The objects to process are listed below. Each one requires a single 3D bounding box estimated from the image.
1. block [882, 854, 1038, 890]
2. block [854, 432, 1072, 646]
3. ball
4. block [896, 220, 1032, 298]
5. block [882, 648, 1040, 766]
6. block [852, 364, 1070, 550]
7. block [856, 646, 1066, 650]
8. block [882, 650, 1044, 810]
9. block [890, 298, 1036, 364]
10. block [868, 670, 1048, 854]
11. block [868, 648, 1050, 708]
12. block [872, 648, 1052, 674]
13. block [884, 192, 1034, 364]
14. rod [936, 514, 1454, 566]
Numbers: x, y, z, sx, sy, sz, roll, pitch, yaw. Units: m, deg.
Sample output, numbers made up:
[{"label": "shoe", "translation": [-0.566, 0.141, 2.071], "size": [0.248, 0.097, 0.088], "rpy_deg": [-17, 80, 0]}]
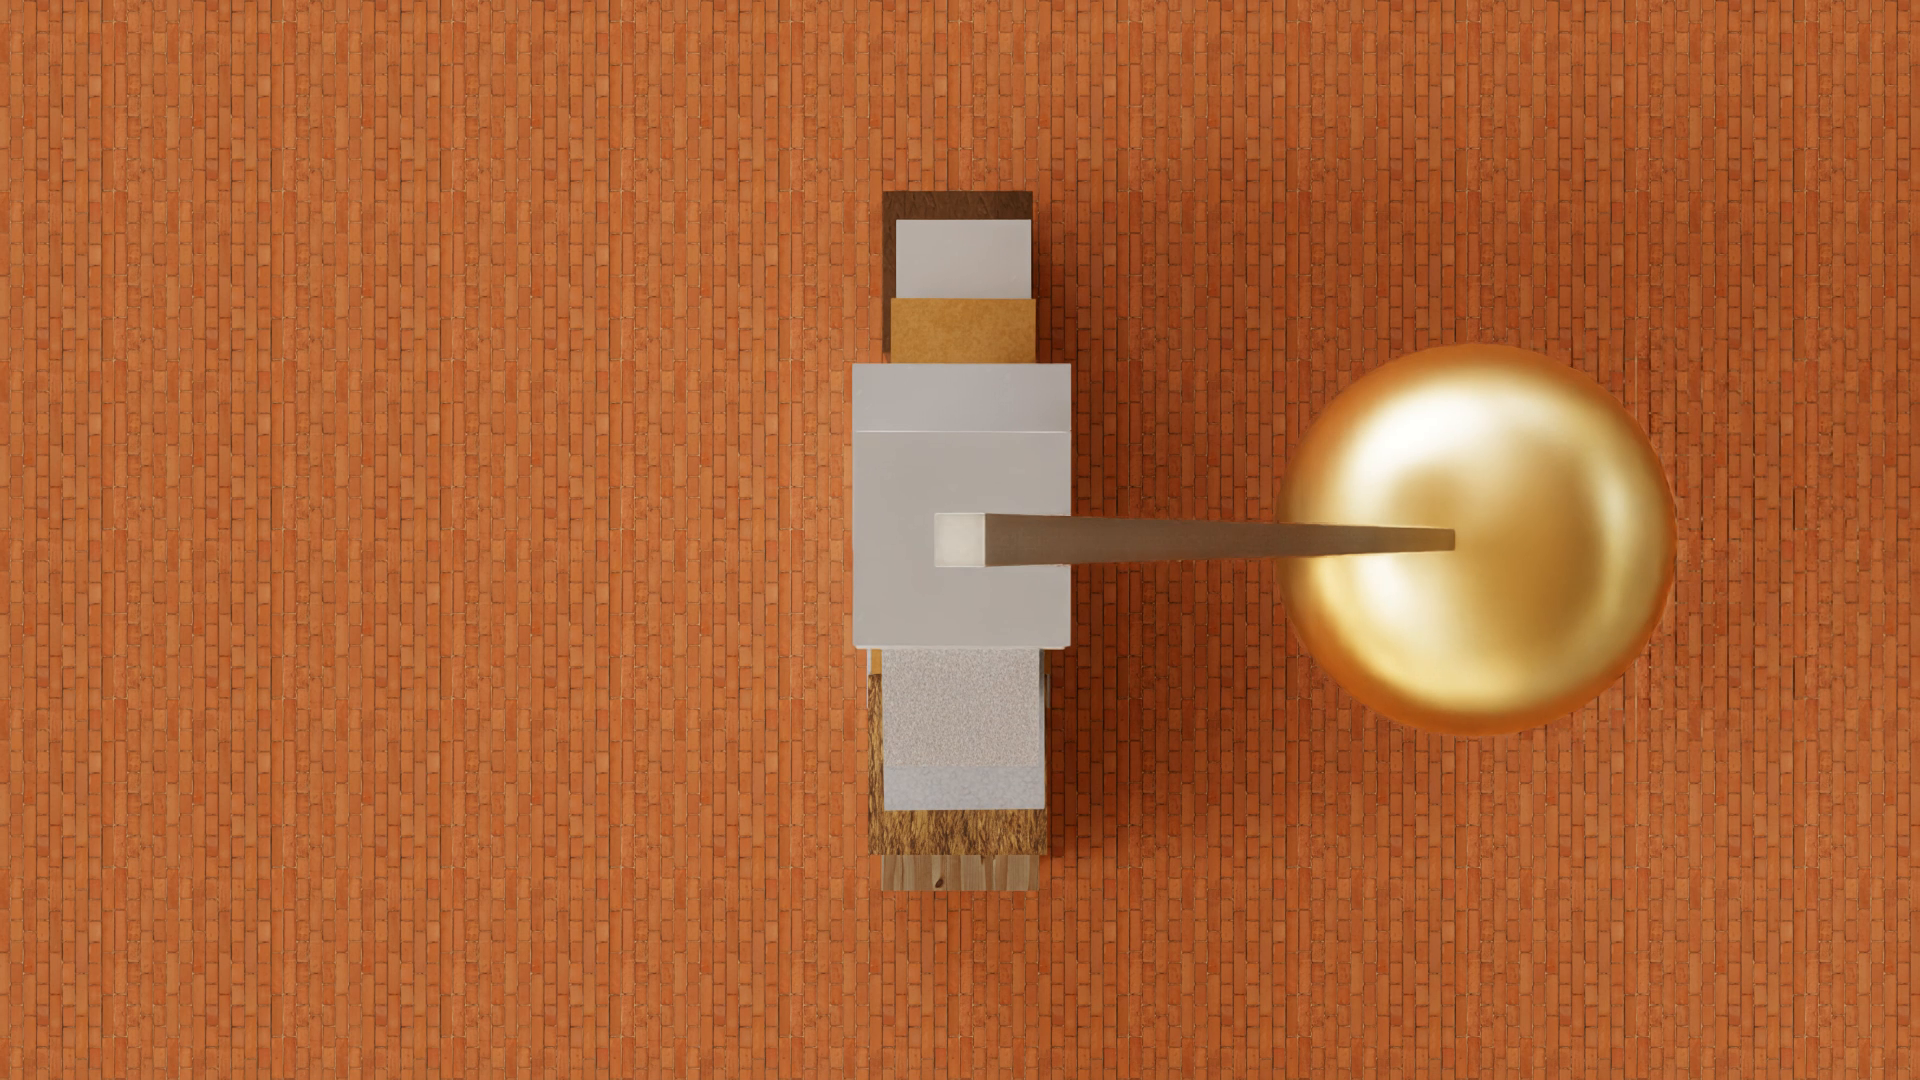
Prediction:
[{"label": "block", "translation": [0.000, 1.425, 12.516], "size": [0.862, 0.969, 0.990], "rpy_deg": [0, 90, 0]}, {"label": "block", "translation": [0.008, -0.001, 7.193], "size": [0.676, 0.714, 0.664], "rpy_deg": [0, 90, 0]}, {"label": "ball", "translation": [2.074, 0.000, 8.932], "size": [1.600, 1.600, 1.600], "rpy_deg": [0, 90, 0]}, {"label": "block", "translation": [0.020, -1.272, 11.706], "size": [0.695, 0.734, 0.722], "rpy_deg": [0, 86, 0]}, {"label": "block", "translation": [0.004, 0.531, 9.919], "size": [0.675, 0.801, 0.703], "rpy_deg": [0, 109, 0]}, {"label": "block", "translation": [0.007, -0.358, 9.857], "size": [0.937, 0.859, 0.796], "rpy_deg": [0, 90, 0]}, {"label": "block", "translation": [0.004, 0.002, 7.866], "size": [0.718, 0.632, 0.747], "rpy_deg": [0, 90, 0]}, {"label": "block", "translation": [0.016, 0.844, 10.803], "size": [0.768, 0.692, 0.783], "rpy_deg": [-1, 100, 0]}, {"label": "block", "translation": [0.013, -0.790, 10.924], "size": [0.690, 0.812, 0.801], "rpy_deg": [0, 95, 0]}, {"label": "block", "translation": [-0.013, 1.147, 11.623], "size": [0.913, 0.816, 0.918], "rpy_deg": [0, 90, 0]}, {"label": "block", "translation": [-0.009, 0.407, 12.522], "size": [1.000, 0.956, 1.026], "rpy_deg": [0, 90, 0]}, {"label": "block", "translation": [0.006, 0.237, 11.585], "size": [0.911, 0.919, 0.880], "rpy_deg": [0, 90, 0]}, {"label": "block", "translation": [-0.011, -1.475, 12.548], "size": [0.825, 0.905, 0.889], "rpy_deg": [0, 90, 0]}, {"label": "rod", "translation": [0.899, 0.000, 5.742], "size": [0.080, 5.200, 0.080], "rpy_deg": [0, 90, 20]}]
